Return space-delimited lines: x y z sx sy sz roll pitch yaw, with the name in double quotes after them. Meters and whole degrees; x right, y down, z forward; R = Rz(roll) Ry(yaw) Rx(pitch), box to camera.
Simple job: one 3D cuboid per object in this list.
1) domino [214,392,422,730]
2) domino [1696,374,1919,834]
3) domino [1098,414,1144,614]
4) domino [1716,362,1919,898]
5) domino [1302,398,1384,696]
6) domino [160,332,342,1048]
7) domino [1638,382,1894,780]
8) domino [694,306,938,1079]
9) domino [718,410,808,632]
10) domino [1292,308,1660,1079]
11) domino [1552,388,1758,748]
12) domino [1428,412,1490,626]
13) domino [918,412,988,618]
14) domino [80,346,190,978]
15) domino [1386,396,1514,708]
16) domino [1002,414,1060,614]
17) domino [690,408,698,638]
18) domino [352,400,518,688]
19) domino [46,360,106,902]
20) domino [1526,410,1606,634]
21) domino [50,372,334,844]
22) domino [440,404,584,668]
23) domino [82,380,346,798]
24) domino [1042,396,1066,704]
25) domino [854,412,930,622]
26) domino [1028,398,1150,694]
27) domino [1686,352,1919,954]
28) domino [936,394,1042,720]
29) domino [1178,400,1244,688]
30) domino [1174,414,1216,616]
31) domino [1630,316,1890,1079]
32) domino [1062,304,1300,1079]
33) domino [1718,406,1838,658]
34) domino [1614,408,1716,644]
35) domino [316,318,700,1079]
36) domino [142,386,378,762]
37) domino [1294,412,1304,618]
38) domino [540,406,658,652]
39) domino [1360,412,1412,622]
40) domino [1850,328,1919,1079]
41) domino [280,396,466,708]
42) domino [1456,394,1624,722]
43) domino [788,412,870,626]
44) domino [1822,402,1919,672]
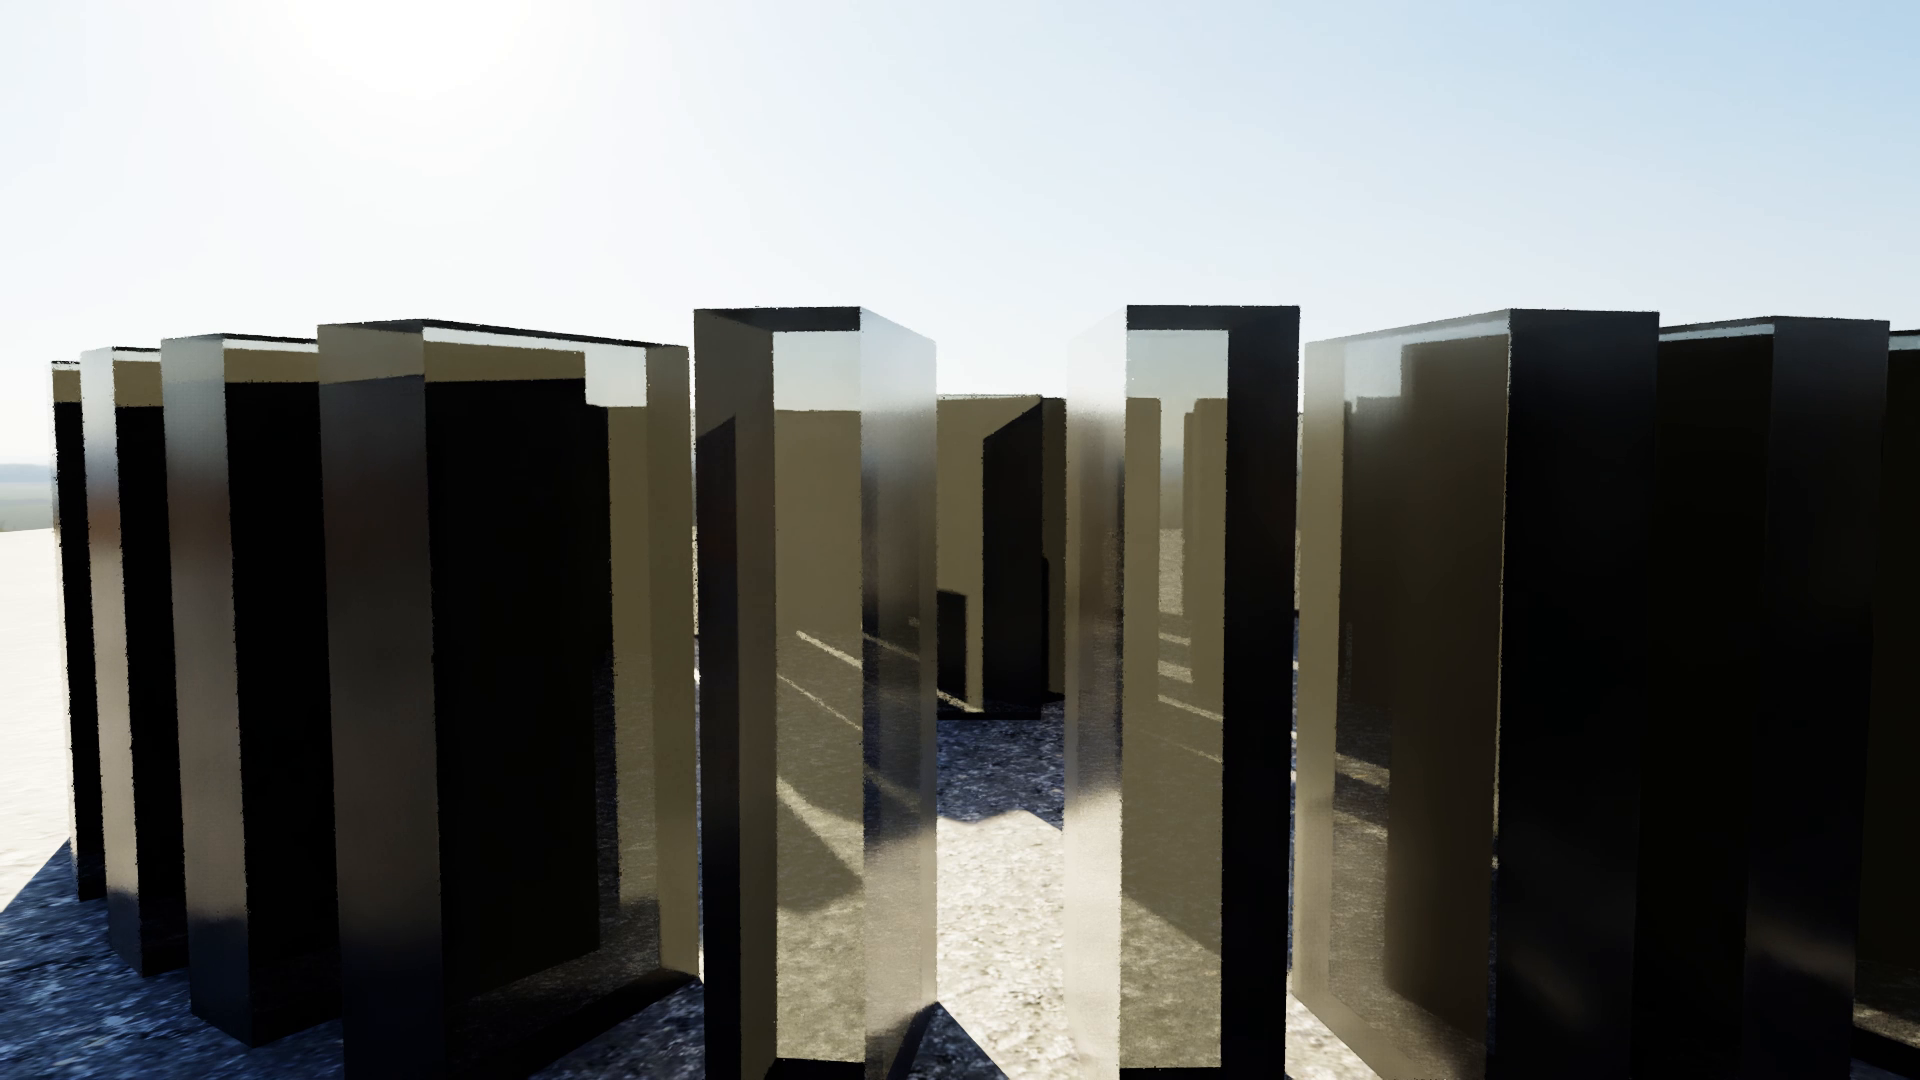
-0.097 0.003 0.195 0.025 0.050 0.009 0 4 -1 "domino"
0.099 0.007 0.145 0.025 0.050 0.009 2 5 20 "domino"
0.041 -0.007 0.332 0.010 0.050 0.025 0 4 2 "domino"
0.089 0.008 0.125 0.025 0.050 0.009 3 5 32 "domino"
0.068 0.000 0.228 0.010 0.050 0.025 2 5 25 "domino"
-0.046 0.010 0.101 0.010 0.050 0.025 3 5 36 "domino"
0.103 0.005 0.165 0.025 0.050 0.009 0 4 -1 "domino"
-0.008 0.011 0.085 0.009 0.050 0.025 1 4 8 "domino"
-0.046 -0.005 0.300 0.009 0.050 0.025 -3 5 -38 "domino"
0.033 0.011 0.086 0.010 0.050 0.025 -1 4 -11 "domino"
0.100 0.004 0.185 0.025 0.050 0.009 -1 4 -16 "domino"
0.121 -0.006 0.311 0.009 0.050 0.025 2 5 28 "domino"
-0.002 -0.007 0.325 0.010 0.050 0.025 -2 5 -20 "domino"
-0.060 0.009 0.113 0.009 0.050 0.025 4 6 43 "domino"
0.083 0.001 0.217 0.009 0.050 0.025 4 6 45 "domino"
0.018 -0.007 0.331 0.010 0.050 0.025 -1 4 -9 "domino"
-0.060 -0.004 0.288 0.009 0.050 0.025 -4 6 -44 "domino"
-0.093 0.000 0.229 0.025 0.050 0.010 1 4 12 "domino"
-0.075 0.008 0.129 0.025 0.050 0.009 -3 5 -38 "domino"
0.141 -0.005 0.298 0.009 0.050 0.025 3 6 39 "domino"
-0.086 0.007 0.145 0.025 0.050 0.009 -2 5 -28 "domino"
-0.087 -0.001 0.250 0.025 0.050 0.009 2 5 21 "domino"
-0.092 0.006 0.160 0.025 0.050 0.010 -1 4 -16 "domino"
0.008 0.001 0.220 0.010 0.050 0.025 -4 6 -44 "domino"
-0.017 -0.006 0.319 0.009 0.050 0.025 -2 5 -27 "domino"
0.023 0.000 0.230 0.010 0.050 0.025 -2 5 -27 "domino"
0.080 0.009 0.112 0.025 0.050 0.009 4 6 41 "domino"
0.000 0.002 0.201 0.025 0.050 0.009 0 4 0 "domino"
0.046 0.000 0.234 0.009 0.050 0.025 1 4 8 "domino"
0.060 -0.007 0.330 0.009 0.050 0.025 1 4 8 "domino"
0.048 0.011 0.090 0.010 0.050 0.025 -1 5 -19 "domino"
0.013 0.011 0.084 0.010 0.050 0.025 0 4 -3 "domino"
0.169 -0.002 0.265 0.025 0.050 0.010 -3 5 -33 "domino"
0.156 -0.004 0.283 0.025 0.050 0.009 -4 6 -41 "domino"
-0.031 0.011 0.092 0.009 0.050 0.025 2 5 27 "domino"
-0.096 0.004 0.177 0.025 0.050 0.010 -1 4 -7 "domino"
0.084 -0.007 0.325 0.009 0.050 0.025 1 4 15 "domino"
-0.076 -0.003 0.271 0.025 0.050 0.009 3 5 36 "domino"
0.106 -0.006 0.318 0.010 0.050 0.025 2 5 22 "domino"
0.062 0.010 0.096 0.010 0.050 0.025 -3 5 -31 "domino"
-0.096 0.002 0.211 0.025 0.050 0.009 0 4 5 "domino"
0.092 0.002 0.205 0.025 0.050 0.009 -2 5 -28 "domino"
-0.032 -0.006 0.310 0.009 0.050 0.025 -3 5 -32 "domino"
0.180 -0.001 0.247 0.025 0.050 0.009 -2 5 -28 "domino"
